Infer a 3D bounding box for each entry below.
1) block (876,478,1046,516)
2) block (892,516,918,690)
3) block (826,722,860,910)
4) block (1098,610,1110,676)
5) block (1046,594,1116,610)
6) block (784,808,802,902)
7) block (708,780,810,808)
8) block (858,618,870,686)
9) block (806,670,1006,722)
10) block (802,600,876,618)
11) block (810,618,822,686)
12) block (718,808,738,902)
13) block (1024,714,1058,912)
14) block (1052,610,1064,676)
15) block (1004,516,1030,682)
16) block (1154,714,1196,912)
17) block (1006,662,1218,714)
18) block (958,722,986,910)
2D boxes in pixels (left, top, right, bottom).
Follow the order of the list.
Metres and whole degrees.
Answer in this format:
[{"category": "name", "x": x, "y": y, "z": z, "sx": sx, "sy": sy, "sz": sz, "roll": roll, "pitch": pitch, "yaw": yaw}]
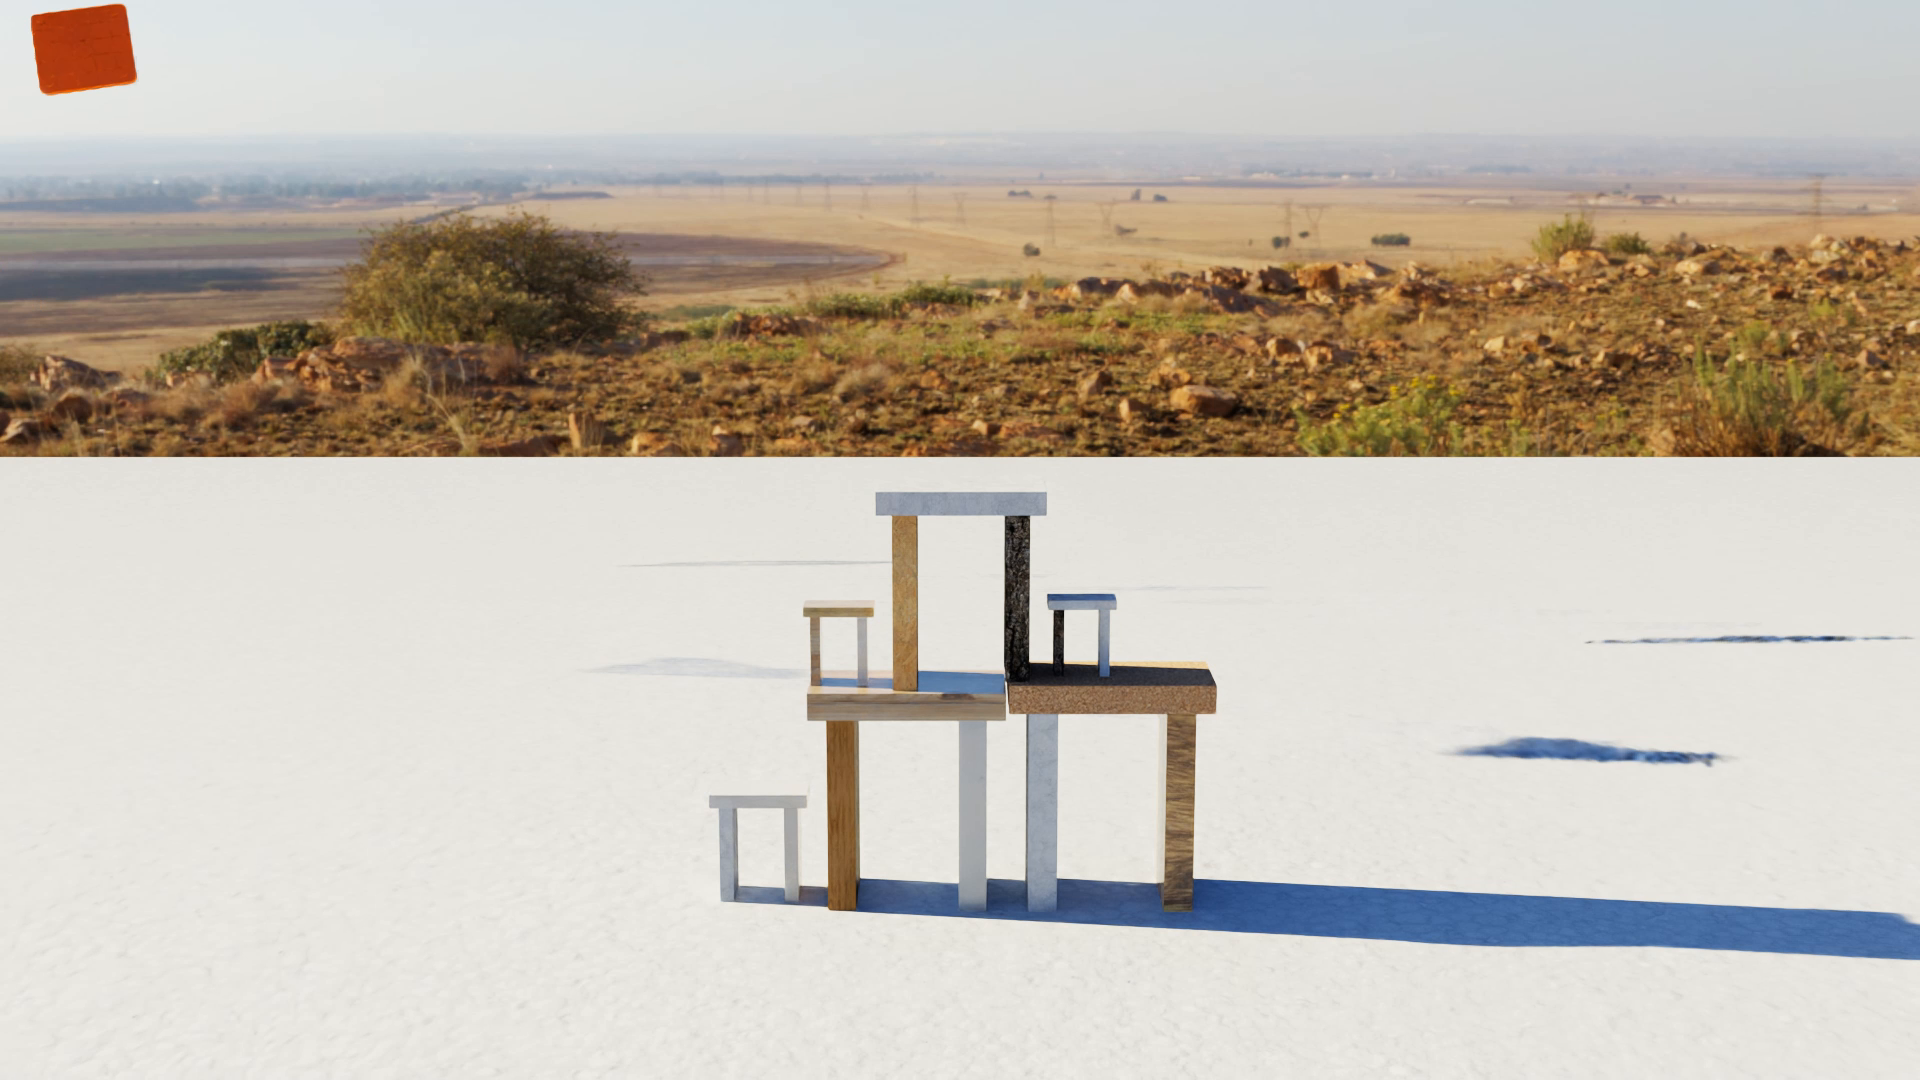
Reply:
[{"category": "block", "x": 0.002, "y": -0.070, "z": 3.551, "sx": 0.272, "sy": 0.039, "sz": 0.136, "roll": 0, "pitch": 11, "yaw": 0}, {"category": "block", "x": -0.089, "y": 0.090, "z": 3.580, "sx": 0.039, "sy": 0.286, "sz": 0.136, "roll": 0, "pitch": 11, "yaw": 0}, {"category": "block", "x": -0.192, "y": 0.433, "z": 3.638, "sx": 0.045, "sy": 0.320, "sz": 0.160, "roll": 0, "pitch": 11, "yaw": 0}, {"category": "block", "x": 0.235, "y": 0.163, "z": 3.591, "sx": 0.016, "sy": 0.111, "sz": 0.055, "roll": 0, "pitch": 11, "yaw": 0}, {"category": "block", "x": 0.198, "y": 0.100, "z": 3.579, "sx": 0.111, "sy": 0.016, "sz": 0.055, "roll": 0, "pitch": 11, "yaw": 0}, {"category": "block", "x": -0.277, "y": 0.511, "z": 3.655, "sx": 0.023, "sy": 0.160, "sz": 0.080, "roll": 0, "pitch": 11, "yaw": 0}, {"category": "block", "x": -0.331, "y": 0.421, "z": 3.639, "sx": 0.160, "sy": 0.023, "sz": 0.080, "roll": 0, "pitch": 11, "yaw": 0}, {"category": "block", "x": -0.158, "y": 0.176, "z": 3.589, "sx": 0.016, "sy": 0.114, "sz": 0.057, "roll": 0, "pitch": 11, "yaw": 0}, {"category": "block", "x": -0.086, "y": 0.254, "z": 3.605, "sx": 0.320, "sy": 0.045, "sz": 0.160, "roll": 0, "pitch": 11, "yaw": 0}, {"category": "block", "x": -0.196, "y": 0.112, "z": 3.577, "sx": 0.114, "sy": 0.016, "sz": 0.057, "roll": 0, "pitch": 11, "yaw": 0}, {"category": "block", "x": -0.234, "y": 0.176, "z": 3.589, "sx": 0.016, "sy": 0.114, "sz": 0.057, "roll": 0, "pitch": 11, "yaw": 0}, {"category": "block", "x": -0.384, "y": 0.511, "z": 3.655, "sx": 0.023, "sy": 0.160, "sz": 0.080, "roll": 0, "pitch": 11, "yaw": 0}, {"category": "block", "x": 0.134, "y": 0.427, "z": 3.635, "sx": 0.047, "sy": 0.332, "sz": 0.166, "roll": 0, "pitch": 11, "yaw": 0}, {"category": "block", "x": 0.161, "y": 0.163, "z": 3.591, "sx": 0.016, "sy": 0.111, "sz": 0.055, "roll": 0, "pitch": 11, "yaw": 0}, {"category": "block", "x": 0.092, "y": 0.083, "z": 3.579, "sx": 0.039, "sy": 0.272, "sz": 0.136, "roll": 0, "pitch": 11, "yaw": 0}, {"category": "block", "x": 0.356, "y": 0.427, "z": 3.635, "sx": 0.047, "sy": 0.332, "sz": 0.166, "roll": 0, "pitch": 11, "yaw": 0}, {"category": "block", "x": 0.245, "y": 0.241, "z": 3.600, "sx": 0.332, "sy": 0.047, "sz": 0.166, "roll": 0, "pitch": 11, "yaw": 0}, {"category": "block", "x": 0.021, "y": 0.433, "z": 3.638, "sx": 0.045, "sy": 0.320, "sz": 0.160, "roll": 0, "pitch": 11, "yaw": 0}]
